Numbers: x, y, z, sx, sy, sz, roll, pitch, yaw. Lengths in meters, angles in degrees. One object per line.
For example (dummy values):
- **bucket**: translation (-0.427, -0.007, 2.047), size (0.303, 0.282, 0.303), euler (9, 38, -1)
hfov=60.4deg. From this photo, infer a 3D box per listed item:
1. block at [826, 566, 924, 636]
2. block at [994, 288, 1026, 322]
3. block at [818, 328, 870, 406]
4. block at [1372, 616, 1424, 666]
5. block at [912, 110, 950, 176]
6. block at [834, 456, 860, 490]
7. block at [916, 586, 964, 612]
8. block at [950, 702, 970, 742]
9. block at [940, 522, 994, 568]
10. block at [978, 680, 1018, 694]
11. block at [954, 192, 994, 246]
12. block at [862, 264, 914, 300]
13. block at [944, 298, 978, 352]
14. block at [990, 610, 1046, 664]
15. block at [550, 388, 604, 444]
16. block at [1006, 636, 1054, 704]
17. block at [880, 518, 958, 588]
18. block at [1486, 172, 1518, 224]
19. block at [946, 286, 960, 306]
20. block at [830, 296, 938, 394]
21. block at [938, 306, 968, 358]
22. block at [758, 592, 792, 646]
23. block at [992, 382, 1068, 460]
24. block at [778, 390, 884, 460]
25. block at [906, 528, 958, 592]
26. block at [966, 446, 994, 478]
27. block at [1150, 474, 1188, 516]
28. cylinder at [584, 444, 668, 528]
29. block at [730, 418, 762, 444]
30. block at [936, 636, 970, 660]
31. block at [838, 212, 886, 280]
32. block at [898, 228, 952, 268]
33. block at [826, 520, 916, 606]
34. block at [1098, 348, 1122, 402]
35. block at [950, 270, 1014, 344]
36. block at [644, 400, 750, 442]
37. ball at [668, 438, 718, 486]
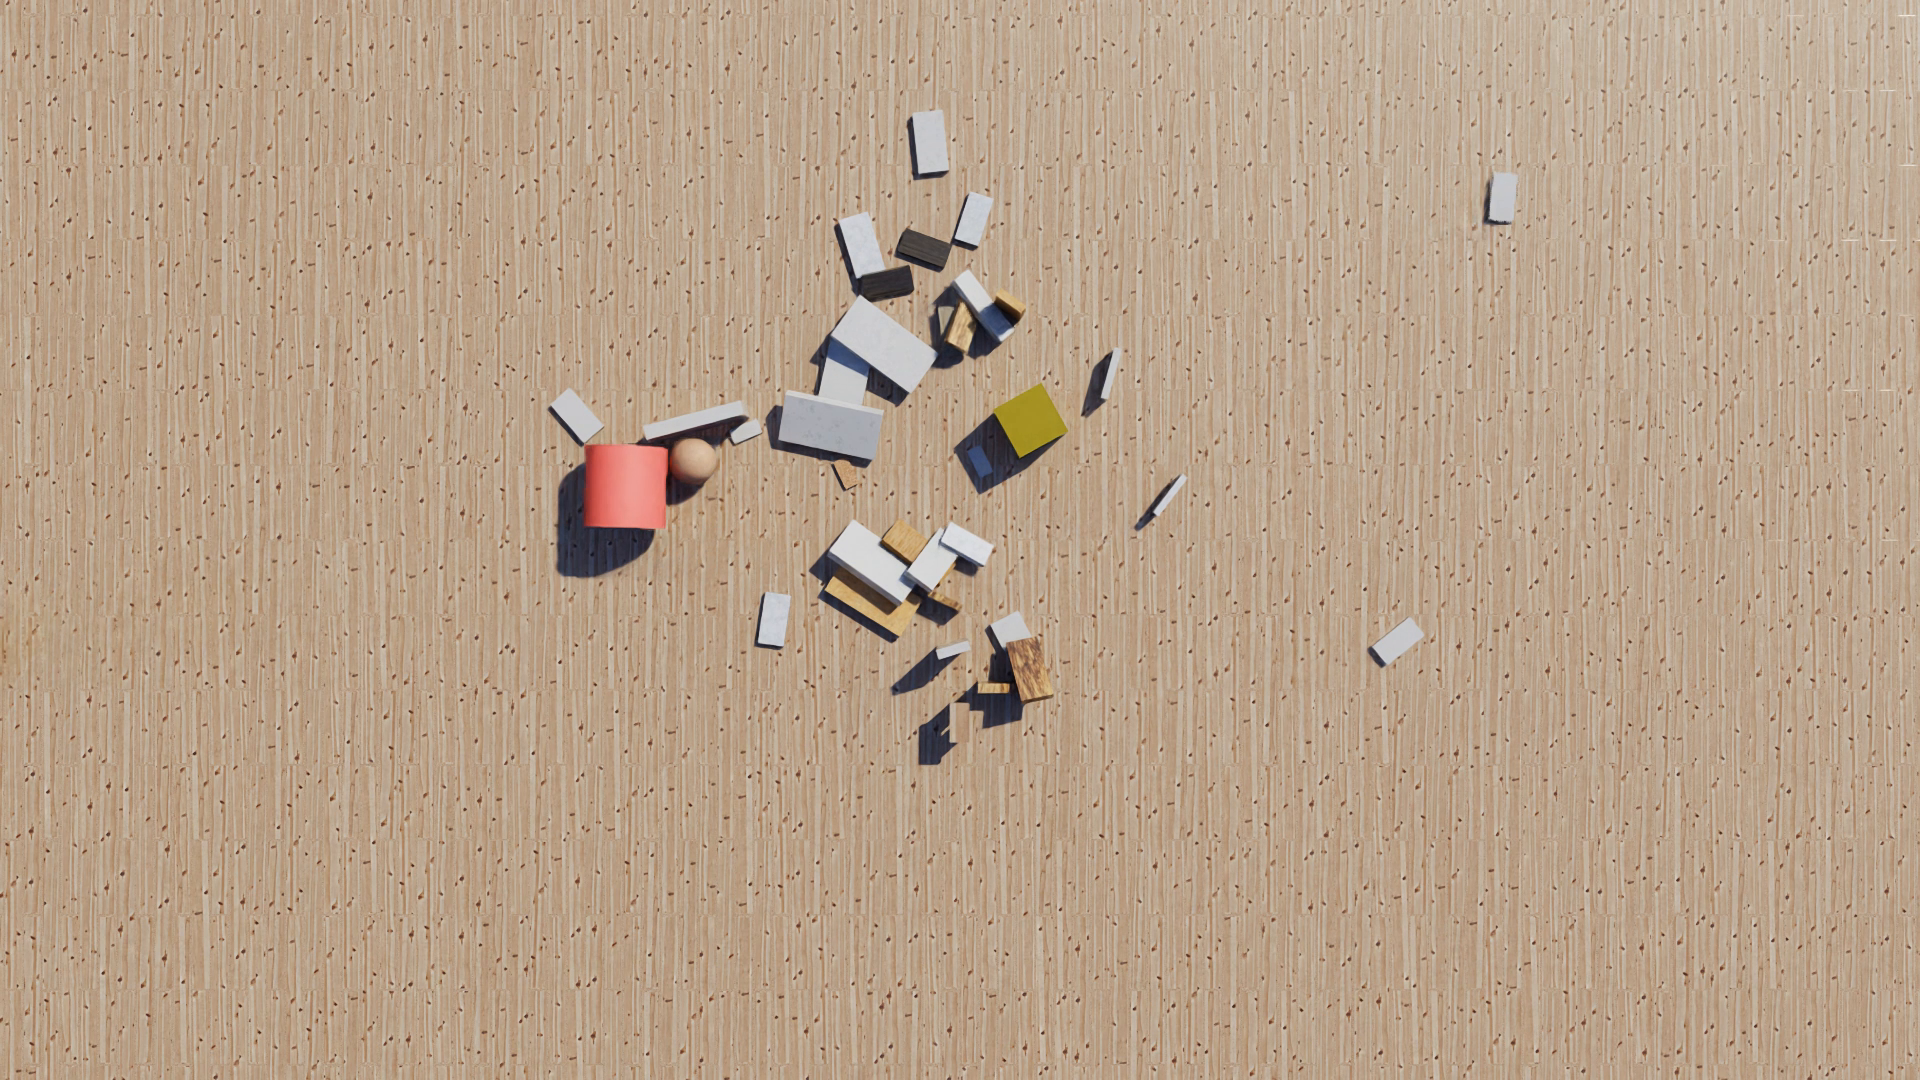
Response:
- **block**: translation (-0.285, 0.181, 5.479), size (0.293, 0.042, 0.147), euler (32, 90, 0)
- **block**: translation (0.164, -0.769, 5.399), size (0.101, 0.202, 0.029), euler (35, 90, 0)
- **block**: translation (-0.379, -0.546, 5.479), size (0.147, 0.042, 0.293), euler (12, 90, 0)
- **block**: translation (1.457, 0.335, 5.489), size (0.159, 0.023, 0.080), euler (-39, 90, 0)
- **block**: translation (-0.097, -1.322, 5.486), size (0.101, 0.029, 0.202), euler (-6, 90, 0)
- **block**: translation (-0.379, -0.224, 5.493), size (0.050, 0.014, 0.100), euler (-25, 90, 0)
- **block**: translation (-0.067, 0.190, 5.459), size (0.165, 0.082, 0.023), euler (25, 90, 0)
- **block**: translation (-0.001, 0.593, 5.364), size (0.063, 0.018, 0.127), euler (0, 90, 0)
- **block**: translation (0.021, 0.017, 5.463), size (0.165, 0.023, 0.082), euler (29, 61, -4)
- **block**: translation (0.167, 0.485, 5.446), size (0.215, 0.108, 0.030), euler (0, 90, 0)
- **block**: translation (0.047, -1.067, 5.488), size (0.082, 0.023, 0.165), euler (18, 90, 0)
- **block**: translation (-0.239, -0.855, 5.473), size (0.164, 0.023, 0.082), euler (-12, 113, 0)
- **block**: translation (0.011, -0.709, 5.436), size (0.082, 0.023, 0.164), euler (26, 74, -26)
- **block**: translation (0.194, 0.349, 5.485), size (0.104, 0.029, 0.207), euler (-27, 90, 0)
- **block**: translation (-1.272, -0.414, 5.488), size (0.086, 0.024, 0.171), euler (-41, 90, 0)
- **block**: translation (0.227, 0.426, 5.400), size (0.108, 0.030, 0.215), euler (-11, 60, -6)
- **block**: translation (-0.137, 0.042, 5.461), size (0.243, 0.029, 0.104), euler (38, 60, 0)
- **block**: translation (1.805, -1.140, 5.489), size (0.080, 0.023, 0.159), euler (6, 90, 0)
- **block**: translation (-0.004, -0.761, 5.488), size (0.082, 0.023, 0.165), euler (4, 90, 0)
- **block**: translation (-0.249, -0.643, 5.442), size (0.325, 0.046, 0.162), euler (36, 85, -10)
- **block**: translation (-0.022, -0.692, 5.465), size (0.082, 0.023, 0.165), euler (-7, 90, 0)
- **block**: translation (-0.616, 0.263, 5.488), size (0.086, 0.024, 0.171), euler (8, 90, 0)
- **block**: translation (0.228, -0.386, 5.411), size (0.179, 0.179, 0.179), euler (-29, 90, 0)
- **block**: translation (-0.425, -0.379, 5.445), size (0.325, 0.046, 0.162), euler (12, 115, 0)
- **block**: translation (-0.082, 0.066, 5.436), size (0.104, 0.029, 0.207), euler (37, 60, 0)
- **block**: translation (0.067, -0.262, 5.493), size (0.050, 0.014, 0.100), euler (-26, 90, 0)
- **block**: translation (0.692, -0.148, 5.460), size (0.023, 0.080, 0.159), euler (37, 90, 0)
- **cylinder**: translation (-1.087, -0.172, 5.370), size (0.261, 0.261, 0.261), euler (1, 90, 0)
- **block**: translation (-0.713, -0.362, 5.493), size (0.100, 0.014, 0.050), euler (-23, 90, 0)
- **block**: translation (-0.021, 0.353, 5.392), size (0.108, 0.215, 0.030), euler (-17, 90, 0)
- **block**: translation (-0.324, -0.979, 5.486), size (0.101, 0.029, 0.203), euler (-17, 90, 0)
- **block**: translation (-0.116, -0.971, 5.488), size (0.164, 0.023, 0.082), euler (20, 90, 0)
- **block**: translation (-0.277, 0.076, 5.443), size (0.293, 0.042, 0.147), euler (35, 60, 1)
- **block**: translation (0.497, -0.547, 5.457), size (0.024, 0.086, 0.171), euler (15, 90, 0)
- **block**: translation (0.075, -0.770, 5.449), size (0.254, 0.023, 0.082), euler (52, 50, -7)
- **block**: translation (-0.863, -0.388, 5.419), size (0.325, 0.162, 0.046), euler (-15, 90, 0)
- **ball**: translation (-0.878, -0.259, 5.422), size (0.156, 0.156, 0.156), euler (0, 90, 0)
